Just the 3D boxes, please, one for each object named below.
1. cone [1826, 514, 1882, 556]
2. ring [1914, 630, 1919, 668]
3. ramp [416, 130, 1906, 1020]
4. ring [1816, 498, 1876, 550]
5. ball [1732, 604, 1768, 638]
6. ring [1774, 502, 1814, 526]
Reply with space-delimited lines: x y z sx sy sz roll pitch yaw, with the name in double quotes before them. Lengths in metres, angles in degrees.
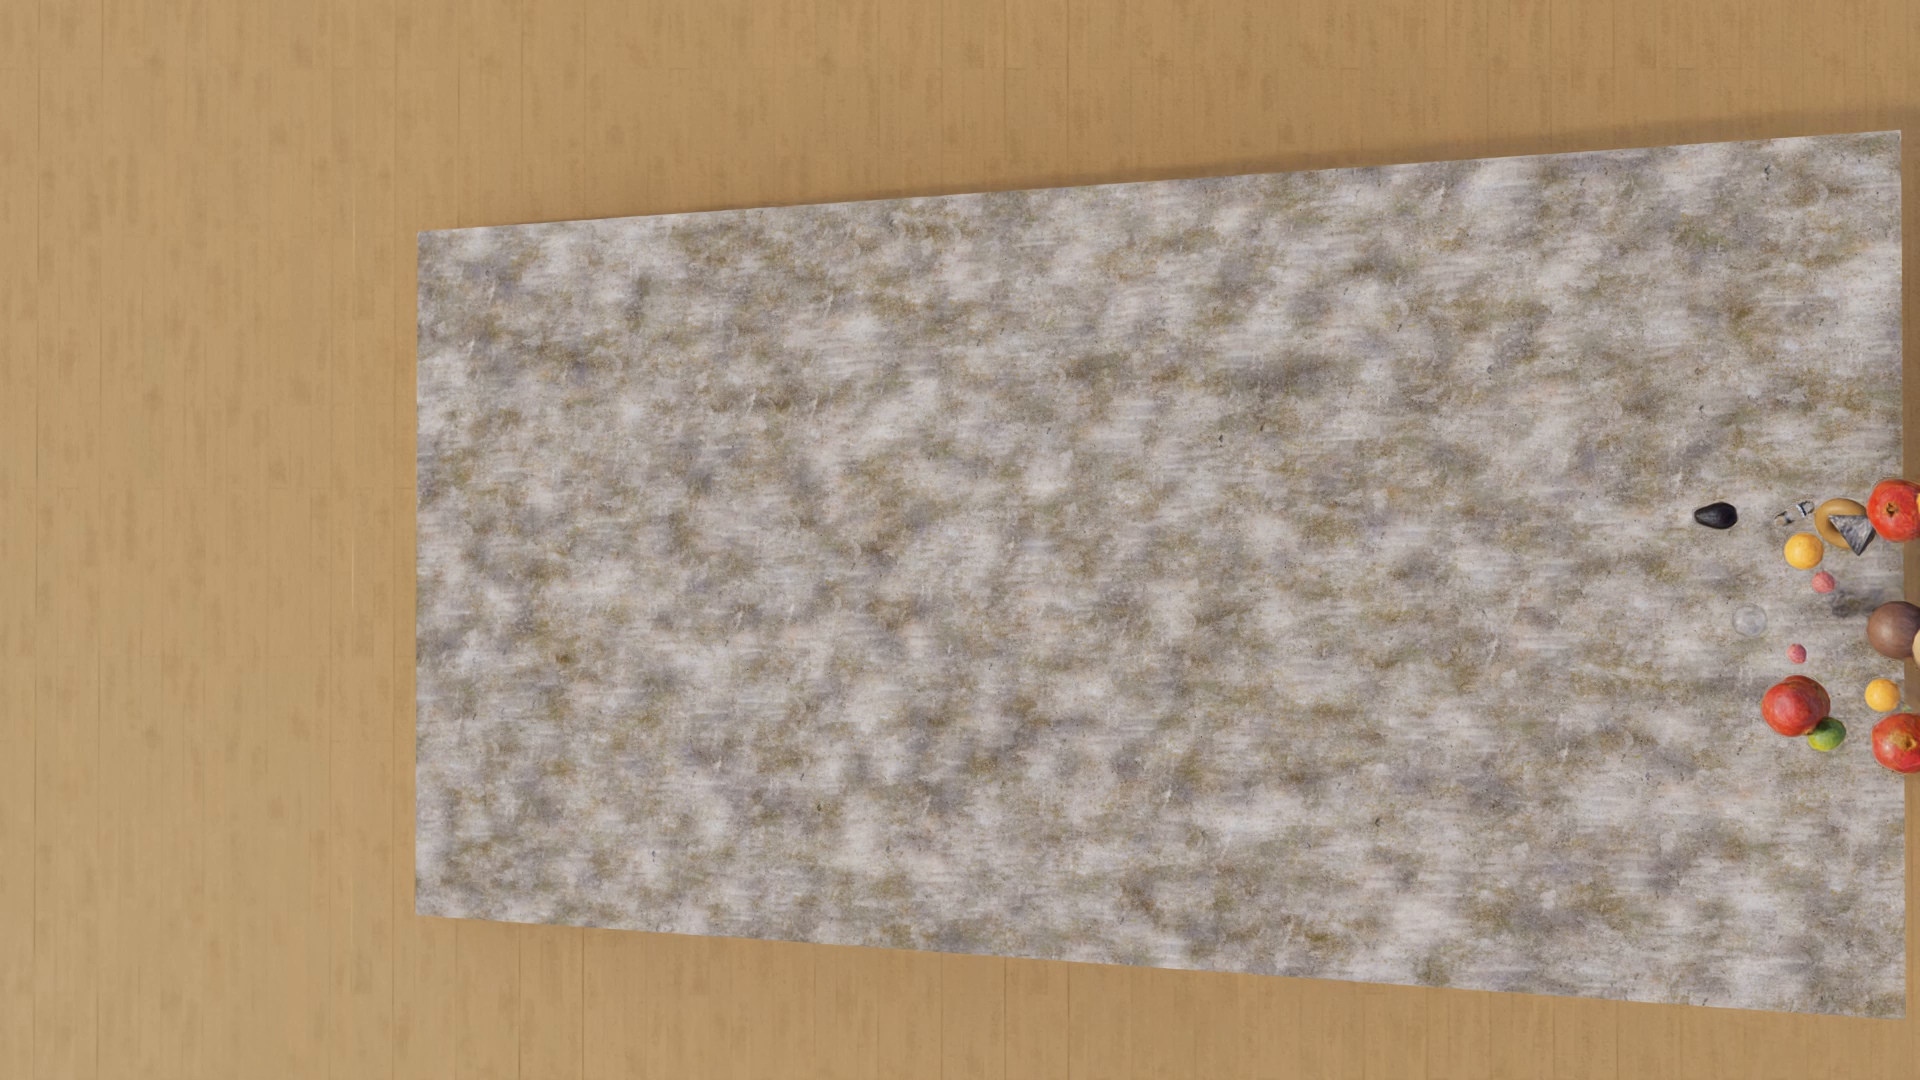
"cone" 1.747 -0.029 4.326 0.092 0.092 0.092 31 89 25
"ring" 1.962 0.223 4.375 0.045 0.134 0.134 -14 89 -35
"ramp" 0.283 0.087 5.733 4.000 0.100 2.000 0 89 22
"ring" 1.917 -0.035 4.762 0.130 0.130 0.043 42 58 0
"ball" 1.756 0.180 4.891 0.075 0.075 0.075 0 89 0
"ring" 1.649 -0.052 4.346 0.080 0.080 0.027 -27 82 0
